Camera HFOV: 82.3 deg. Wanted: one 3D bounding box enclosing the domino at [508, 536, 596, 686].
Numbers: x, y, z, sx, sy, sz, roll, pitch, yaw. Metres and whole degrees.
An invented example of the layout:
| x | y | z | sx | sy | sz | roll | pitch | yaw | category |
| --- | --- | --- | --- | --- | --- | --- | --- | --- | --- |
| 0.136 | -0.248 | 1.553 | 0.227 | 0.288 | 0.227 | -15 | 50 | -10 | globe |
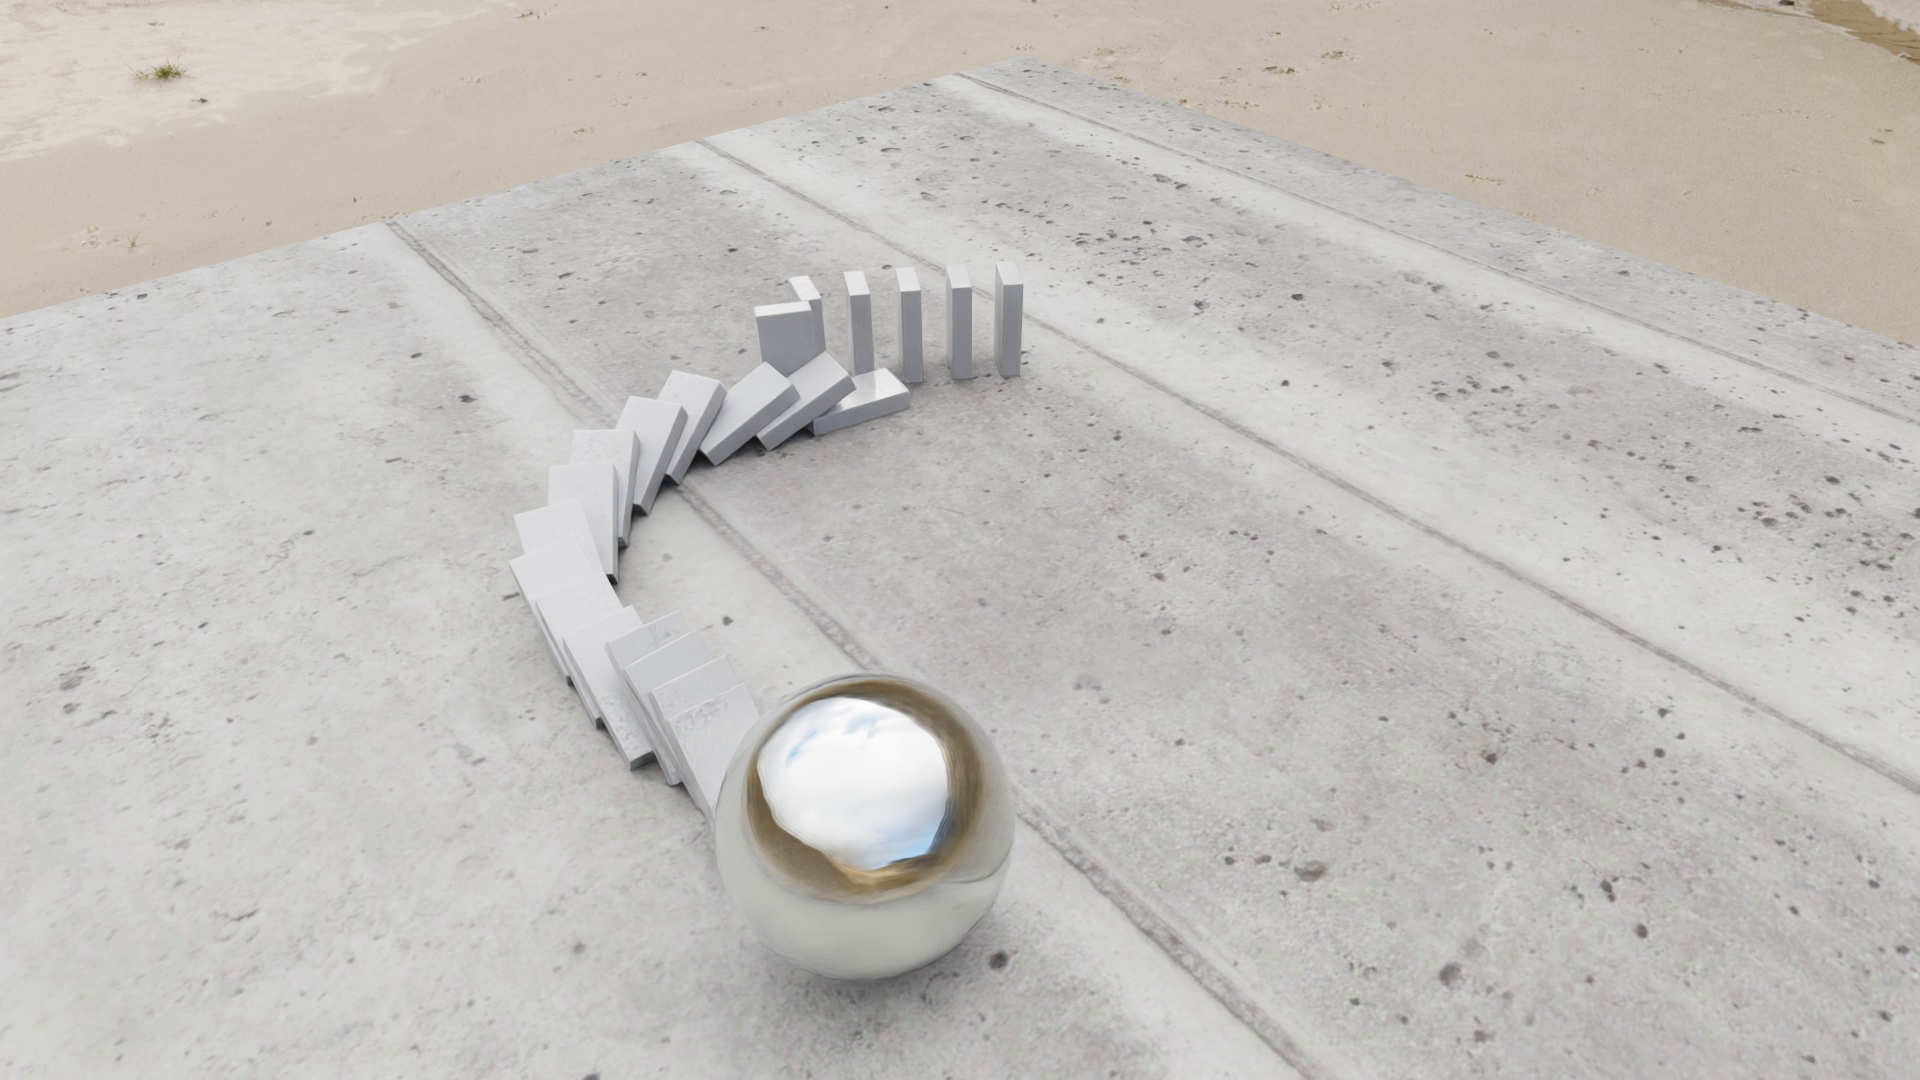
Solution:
| x | y | z | sx | sy | sz | roll | pitch | yaw | category |
| --- | --- | --- | --- | --- | --- | --- | --- | --- | --- |
| -0.140 | 0.025 | 0.397 | 0.025 | 0.010 | 0.050 | -25 | 70 | -25 | domino |

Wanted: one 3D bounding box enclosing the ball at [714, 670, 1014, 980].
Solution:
| x | y | z | sx | sy | sz | roll | pitch | yaw | category |
| --- | --- | --- | --- | --- | --- | --- | --- | --- | --- |
| -0.025 | 0.075 | 0.296 | 0.080 | 0.080 | 0.080 | 0 | 39 | 0 | ball |

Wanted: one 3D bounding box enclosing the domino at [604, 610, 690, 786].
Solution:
| x | y | z | sx | sy | sz | roll | pitch | yaw | category |
| --- | --- | --- | --- | --- | --- | --- | --- | --- | --- |
| -0.093 | 0.051 | 0.356 | 0.025 | 0.010 | 0.050 | -25 | 89 | -28 | domino |

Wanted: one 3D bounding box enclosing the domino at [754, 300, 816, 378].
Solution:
| x | y | z | sx | sy | sz | roll | pitch | yaw | category |
| --- | --- | --- | --- | --- | --- | --- | --- | --- | --- |
| -0.081 | -0.086 | 0.517 | 0.025 | 0.050 | 0.009 | -10 | 40 | -12 | domino |

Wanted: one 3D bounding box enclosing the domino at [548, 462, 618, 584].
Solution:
| x | y | z | sx | sy | sz | roll | pitch | yaw | category |
| --- | --- | --- | --- | --- | --- | --- | --- | --- | --- |
| -0.149 | -0.006 | 0.435 | 0.025 | 0.009 | 0.050 | -5 | 65 | -7 | domino |

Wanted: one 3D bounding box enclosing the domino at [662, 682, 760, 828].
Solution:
| x | y | z | sx | sy | sz | roll | pitch | yaw | category |
| --- | --- | --- | --- | --- | --- | --- | --- | --- | --- |
| -0.067 | 0.071 | 0.331 | 0.025 | 0.010 | 0.050 | -25 | 89 | -28 | domino |

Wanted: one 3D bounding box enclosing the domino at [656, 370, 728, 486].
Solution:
| x | y | z | sx | sy | sz | roll | pitch | yaw | category |
| --- | --- | --- | --- | --- | --- | --- | --- | --- | --- |
| -0.126 | -0.050 | 0.488 | 0.025 | 0.010 | 0.050 | 15 | 67 | 18 | domino |

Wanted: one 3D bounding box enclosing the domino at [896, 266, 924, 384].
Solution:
| x | y | z | sx | sy | sz | roll | pitch | yaw | category |
| --- | --- | --- | --- | --- | --- | --- | --- | --- | --- |
| -0.025 | -0.105 | 0.540 | 0.010 | 0.050 | 0.025 | -5 | 40 | -7 | domino |

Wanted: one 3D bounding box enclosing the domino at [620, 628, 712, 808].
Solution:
| x | y | z | sx | sy | sz | roll | pitch | yaw | category |
| --- | --- | --- | --- | --- | --- | --- | --- | --- | --- |
| -0.083 | 0.057 | 0.348 | 0.025 | 0.009 | 0.050 | -30 | 91 | -28 | domino |

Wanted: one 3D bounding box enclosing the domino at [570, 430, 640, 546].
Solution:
| x | y | z | sx | sy | sz | roll | pitch | yaw | category |
| --- | --- | --- | --- | --- | --- | --- | --- | --- | --- |
| -0.148 | -0.022 | 0.454 | 0.025 | 0.010 | 0.050 | -1 | 65 | -1 | domino |

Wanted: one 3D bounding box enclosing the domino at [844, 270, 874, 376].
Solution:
| x | y | z | sx | sy | sz | roll | pitch | yaw | category |
| --- | --- | --- | --- | --- | --- | --- | --- | --- | --- |
| -0.049 | -0.103 | 0.537 | 0.009 | 0.050 | 0.025 | -7 | 40 | -9 | domino |

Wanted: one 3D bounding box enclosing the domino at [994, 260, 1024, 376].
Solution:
| x | y | z | sx | sy | sz | roll | pitch | yaw | category |
| --- | --- | --- | --- | --- | --- | --- | --- | --- | --- |
| 0.024 | -0.109 | 0.545 | 0.009 | 0.050 | 0.025 | -5 | 40 | -6 | domino |

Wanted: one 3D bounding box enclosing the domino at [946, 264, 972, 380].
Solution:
| x | y | z | sx | sy | sz | roll | pitch | yaw | category |
| --- | --- | --- | --- | --- | --- | --- | --- | --- | --- |
| -0.001 | -0.107 | 0.542 | 0.009 | 0.050 | 0.025 | -5 | 40 | -6 | domino |

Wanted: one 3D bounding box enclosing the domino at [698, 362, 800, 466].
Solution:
| x | y | z | sx | sy | sz | roll | pitch | yaw | category |
| --- | --- | --- | --- | --- | --- | --- | --- | --- | --- |
| -0.100 | -0.058 | 0.499 | 0.050 | 0.009 | 0.025 | -41 | 51 | -11 | domino |

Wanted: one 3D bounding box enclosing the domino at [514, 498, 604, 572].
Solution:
| x | y | z | sx | sy | sz | roll | pitch | yaw | category |
| --- | --- | --- | --- | --- | --- | --- | --- | --- | --- |
| -0.149 | 0.010 | 0.415 | 0.025 | 0.010 | 0.050 | -17 | 67 | -19 | domino |

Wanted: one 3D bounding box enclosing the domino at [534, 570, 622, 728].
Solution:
| x | y | z | sx | sy | sz | roll | pitch | yaw | category |
| --- | --- | --- | --- | --- | --- | --- | --- | --- | --- |
| -0.125 | 0.037 | 0.382 | 0.025 | 0.009 | 0.050 | -24 | 69 | -27 | domino |

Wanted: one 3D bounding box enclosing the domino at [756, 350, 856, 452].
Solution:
| x | y | z | sx | sy | sz | roll | pitch | yaw | category |
| --- | --- | --- | --- | --- | --- | --- | --- | --- | --- |
| -0.075 | -0.064 | 0.508 | 0.050 | 0.010 | 0.025 | -37 | 48 | -8 | domino |

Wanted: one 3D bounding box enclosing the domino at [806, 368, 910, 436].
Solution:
| x | y | z | sx | sy | sz | roll | pitch | yaw | category |
| --- | --- | --- | --- | --- | --- | --- | --- | --- | --- |
| -0.052 | -0.066 | 0.524 | 0.050 | 0.010 | 0.025 | -20 | 43 | -23 | domino |

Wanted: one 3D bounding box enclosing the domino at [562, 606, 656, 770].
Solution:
| x | y | z | sx | sy | sz | roll | pitch | yaw | category |
| --- | --- | --- | --- | --- | --- | --- | --- | --- | --- |
| -0.110 | 0.049 | 0.368 | 0.025 | 0.010 | 0.050 | -26 | 70 | -28 | domino |

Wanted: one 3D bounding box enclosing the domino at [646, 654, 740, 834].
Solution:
| x | y | z | sx | sy | sz | roll | pitch | yaw | category |
| --- | --- | --- | --- | --- | --- | --- | --- | --- | --- |
| -0.074 | 0.064 | 0.340 | 0.025 | 0.010 | 0.050 | -25 | 89 | -28 | domino |

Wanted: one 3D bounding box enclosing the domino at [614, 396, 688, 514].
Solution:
| x | y | z | sx | sy | sz | roll | pitch | yaw | category |
| --- | --- | --- | --- | --- | --- | --- | --- | --- | --- |
| -0.138 | -0.037 | 0.472 | 0.025 | 0.010 | 0.050 | 10 | 66 | 12 | domino |

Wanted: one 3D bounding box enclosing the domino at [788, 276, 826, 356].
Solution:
| x | y | z | sx | sy | sz | roll | pitch | yaw | category |
| --- | --- | --- | --- | --- | --- | --- | --- | --- | --- |
| -0.073 | -0.099 | 0.533 | 0.009 | 0.050 | 0.025 | -14 | 41 | -16 | domino |
